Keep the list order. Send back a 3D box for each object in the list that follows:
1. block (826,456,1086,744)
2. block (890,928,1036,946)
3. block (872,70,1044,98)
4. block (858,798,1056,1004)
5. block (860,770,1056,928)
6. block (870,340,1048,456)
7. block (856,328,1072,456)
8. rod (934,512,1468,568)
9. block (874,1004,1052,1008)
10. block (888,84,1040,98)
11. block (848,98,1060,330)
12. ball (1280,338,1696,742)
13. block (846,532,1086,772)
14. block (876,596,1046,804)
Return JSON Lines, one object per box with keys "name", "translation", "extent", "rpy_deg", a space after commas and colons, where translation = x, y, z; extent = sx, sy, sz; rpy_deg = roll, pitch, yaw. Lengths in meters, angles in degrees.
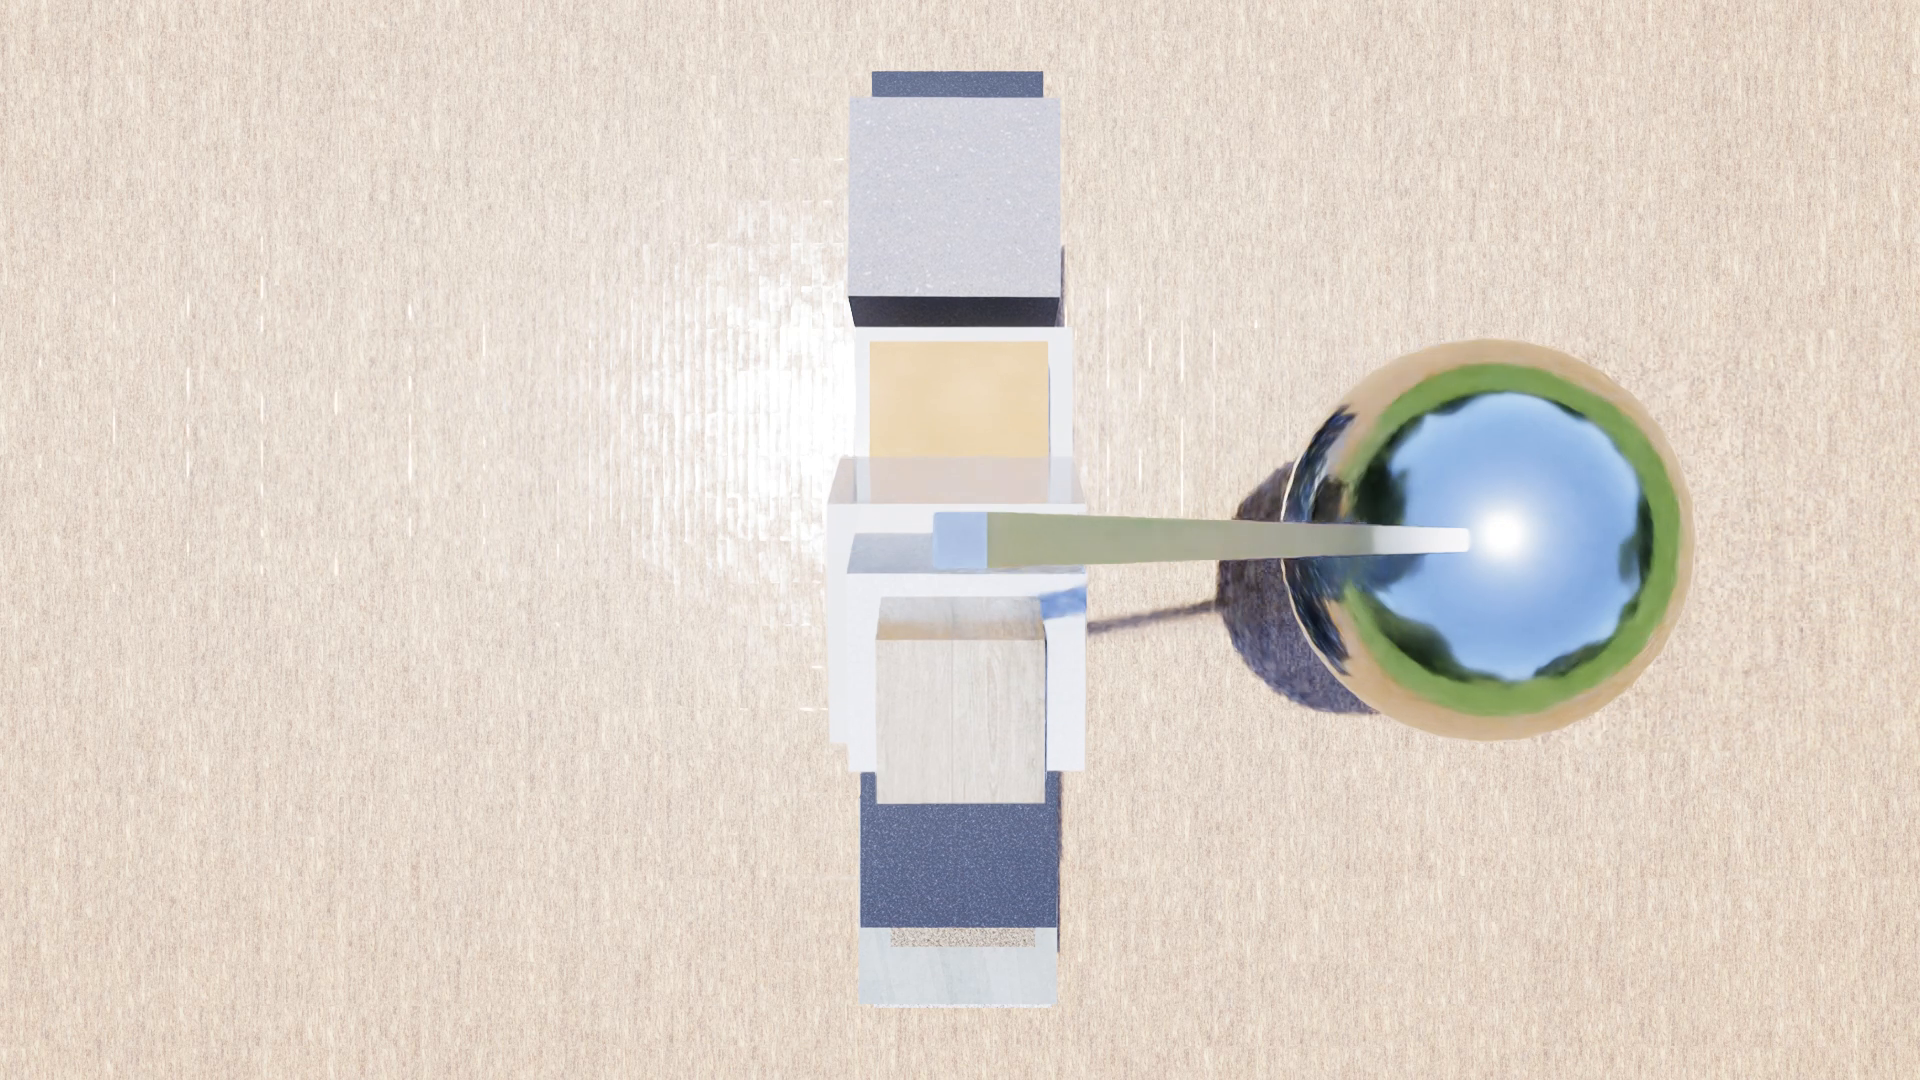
{"name": "block", "translation": [-0.012, 0.198, 8.045], "extent": [0.889, 0.863, 0.859], "rpy_deg": [0, 103, 0]}
{"name": "block", "translation": [0.013, 1.594, 10.740], "extent": [0.685, 0.623, 0.675], "rpy_deg": [0, 90, 0]}
{"name": "block", "translation": [-0.012, -2.101, 12.489], "extent": [0.936, 1.022, 0.908], "rpy_deg": [0, 90, 0]}
{"name": "block", "translation": [-0.011, 1.818, 11.530], "extent": [0.996, 0.960, 1.034], "rpy_deg": [0, 90, 0]}
{"name": "block", "translation": [-0.006, 1.298, 10.062], "extent": [0.866, 0.735, 0.827], "rpy_deg": [0, 90, 0]}
{"name": "block", "translation": [-0.004, -0.465, 8.847], "extent": [0.689, 0.731, 0.591], "rpy_deg": [0, 89, 0]}
{"name": "block", "translation": [0.017, -0.444, 9.651], "extent": [0.907, 0.878, 0.875], "rpy_deg": [0, 89, 0]}
{"name": "rod", "translation": [0.899, 0.000, 5.531], "extent": [0.080, 5.200, 0.080], "rpy_deg": [0, 90, 20]}
{"name": "block", "translation": [0.015, 2.116, 12.505], "extent": [0.972, 0.989, 0.877], "rpy_deg": [0, 90, 0]}
{"name": "block", "translation": [0.019, -1.909, 11.618], "extent": [0.775, 0.720, 0.861], "rpy_deg": [0, 90, 0]}
{"name": "block", "translation": [-0.025, -1.454, 9.982], "extent": [0.924, 0.782, 0.889], "rpy_deg": [0, 83, 0]}
{"name": "ball", "translation": [2.074, 0.000, 8.722], "extent": [1.600, 1.600, 1.600], "rpy_deg": [0, 90, 0]}
{"name": "block", "translation": [0.020, 0.361, 7.335], "extent": [0.763, 0.594, 0.657], "rpy_deg": [0, 103, 0]}
{"name": "block", "translation": [0.001, 0.484, 6.794], "extent": [0.502, 0.517, 0.507], "rpy_deg": [0, 103, 0]}
